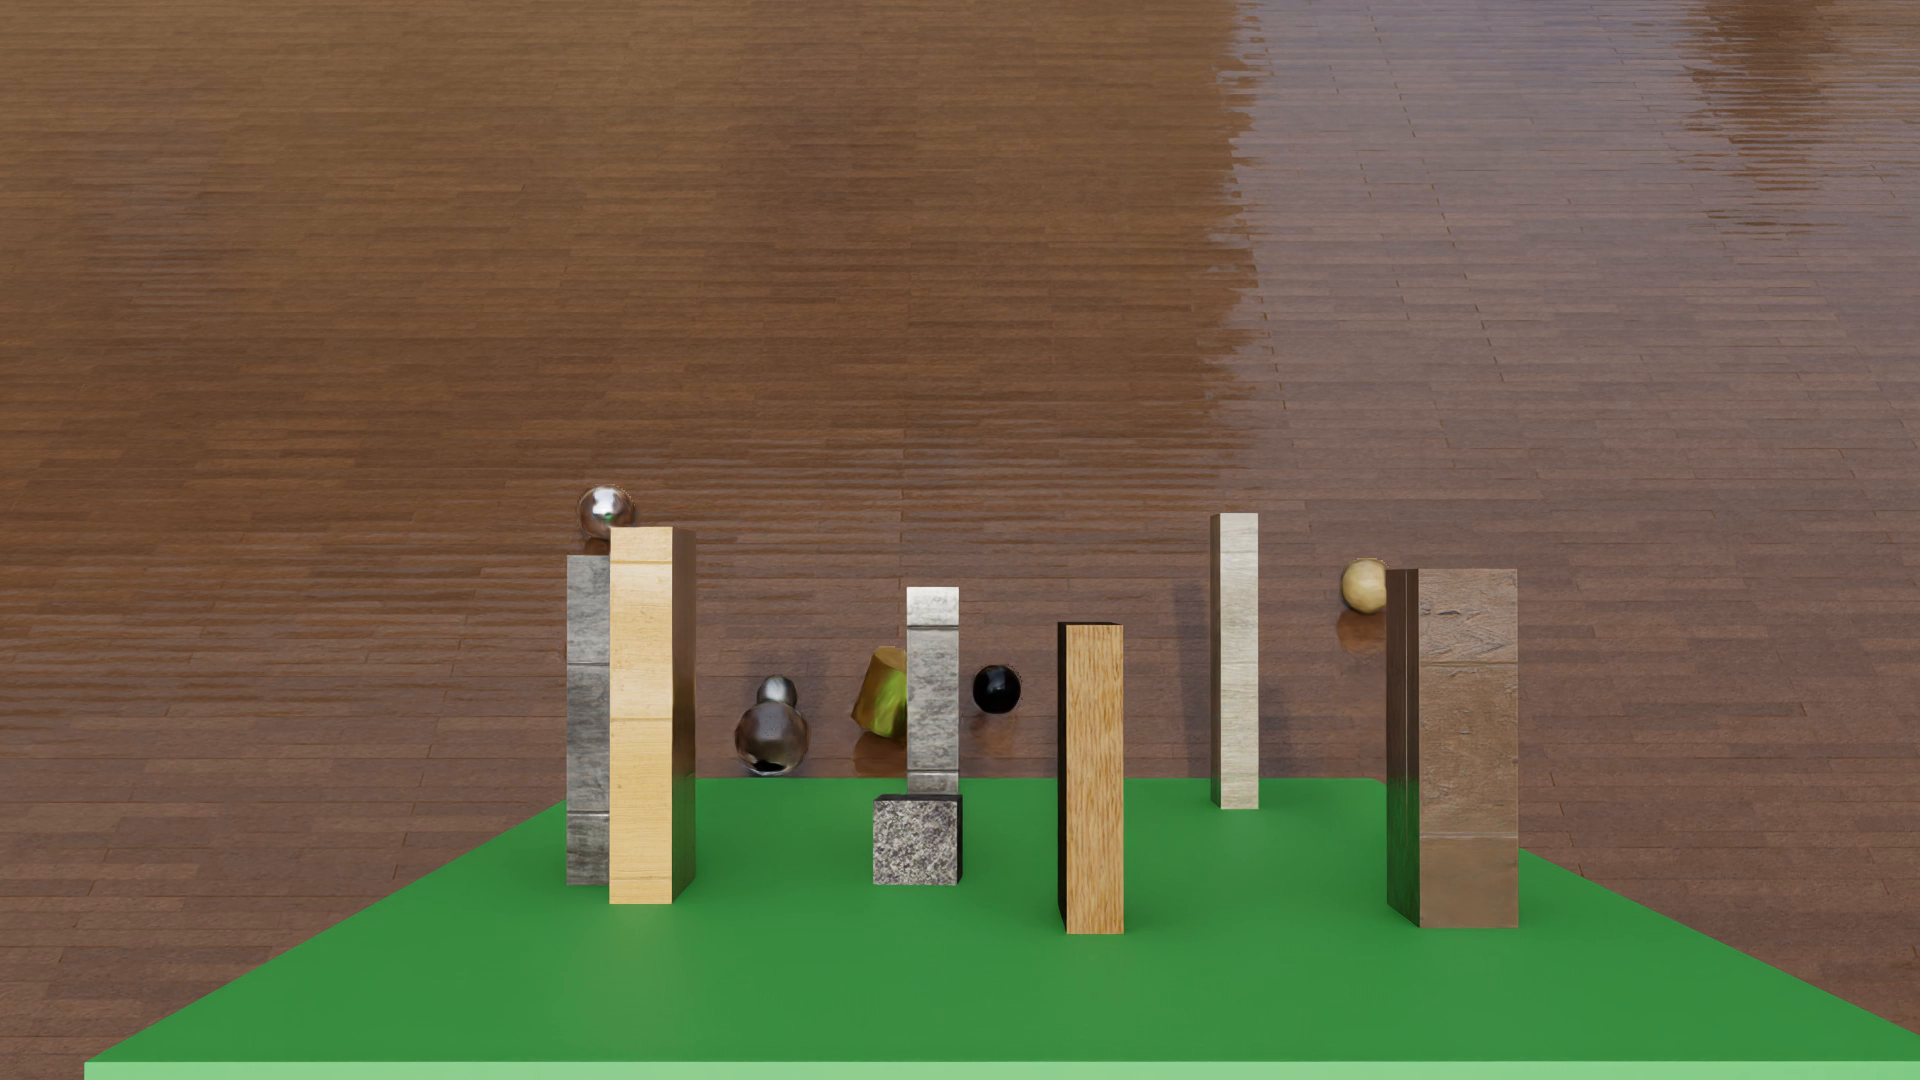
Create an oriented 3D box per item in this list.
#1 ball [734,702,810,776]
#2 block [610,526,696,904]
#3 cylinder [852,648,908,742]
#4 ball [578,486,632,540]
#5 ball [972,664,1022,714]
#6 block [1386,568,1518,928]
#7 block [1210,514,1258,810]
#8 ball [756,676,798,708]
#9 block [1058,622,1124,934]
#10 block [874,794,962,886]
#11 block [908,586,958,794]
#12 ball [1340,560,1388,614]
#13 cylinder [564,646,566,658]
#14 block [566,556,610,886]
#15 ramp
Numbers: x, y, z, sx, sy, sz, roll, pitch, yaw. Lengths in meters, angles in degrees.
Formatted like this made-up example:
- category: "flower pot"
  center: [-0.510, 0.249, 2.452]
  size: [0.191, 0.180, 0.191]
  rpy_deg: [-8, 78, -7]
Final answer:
- category: "ball"
  center: [-0.497, 0.526, 6.859]
  size: [0.198, 0.198, 0.198]
  rpy_deg: [0, 33, 0]
- category: "block"
  center: [-0.505, 0.280, 4.289]
  size: [0.098, 0.596, 0.371]
  rpy_deg: [0, -1, 0]
- category: "cylinder"
  center: [-0.173, 0.415, 6.982]
  size: [0.189, 0.189, 0.189]
  rpy_deg: [19, 14, -5]
- category: "ball"
  center: [-1.072, -0.082, 7.839]
  size: [0.165, 0.165, 0.165]
  rpy_deg: [0, 33, 0]
- category: "ball"
  center: [0.101, 0.409, 7.099]
  size: [0.136, 0.136, 0.136]
  rpy_deg: [0, 33, 0]
- category: "block"
  center: [0.747, 0.309, 3.957]
  size: [0.145, 0.528, 0.293]
  rpy_deg: [0, -1, 0]
- category: "block"
  center: [0.628, 0.274, 5.948]
  size: [0.084, 0.664, 0.242]
  rpy_deg: [0, -1, 0]
- category: "ball"
  center: [-0.500, 0.429, 7.090]
  size: [0.114, 0.114, 0.114]
  rpy_deg: [0, 33, 0]
- category: "block"
  center: [0.195, 0.349, 3.920]
  size: [0.082, 0.446, 0.341]
  rpy_deg: [0, -1, 0]
- category: "block"
  center: [-0.071, 0.510, 4.429]
  size: [0.141, 0.141, 0.141]
  rpy_deg: [0, -1, 4]
- category: "block"
  center: [-0.047, 0.335, 4.699]
  size: [0.089, 0.500, 0.389]
  rpy_deg: [0, -1, 0]
- category: "ball"
  center: [1.180, 0.135, 7.508]
  size: [0.157, 0.157, 0.157]
  rpy_deg: [0, 33, 0]
- category: "cylinder"
  center: [-1.022, 0.314, 7.198]
  size: [0.109, 0.109, 0.109]
  rpy_deg: [-7, 30, -39]
- category: "block"
  center: [-0.615, 0.306, 4.570]
  size: [0.092, 0.554, 0.427]
  rpy_deg: [0, -1, 0]
- category: "ramp"
  center: [0.073, 0.636, 4.743]
  size: [2.000, 0.100, 4.000]
  rpy_deg: [0, -1, 0]
